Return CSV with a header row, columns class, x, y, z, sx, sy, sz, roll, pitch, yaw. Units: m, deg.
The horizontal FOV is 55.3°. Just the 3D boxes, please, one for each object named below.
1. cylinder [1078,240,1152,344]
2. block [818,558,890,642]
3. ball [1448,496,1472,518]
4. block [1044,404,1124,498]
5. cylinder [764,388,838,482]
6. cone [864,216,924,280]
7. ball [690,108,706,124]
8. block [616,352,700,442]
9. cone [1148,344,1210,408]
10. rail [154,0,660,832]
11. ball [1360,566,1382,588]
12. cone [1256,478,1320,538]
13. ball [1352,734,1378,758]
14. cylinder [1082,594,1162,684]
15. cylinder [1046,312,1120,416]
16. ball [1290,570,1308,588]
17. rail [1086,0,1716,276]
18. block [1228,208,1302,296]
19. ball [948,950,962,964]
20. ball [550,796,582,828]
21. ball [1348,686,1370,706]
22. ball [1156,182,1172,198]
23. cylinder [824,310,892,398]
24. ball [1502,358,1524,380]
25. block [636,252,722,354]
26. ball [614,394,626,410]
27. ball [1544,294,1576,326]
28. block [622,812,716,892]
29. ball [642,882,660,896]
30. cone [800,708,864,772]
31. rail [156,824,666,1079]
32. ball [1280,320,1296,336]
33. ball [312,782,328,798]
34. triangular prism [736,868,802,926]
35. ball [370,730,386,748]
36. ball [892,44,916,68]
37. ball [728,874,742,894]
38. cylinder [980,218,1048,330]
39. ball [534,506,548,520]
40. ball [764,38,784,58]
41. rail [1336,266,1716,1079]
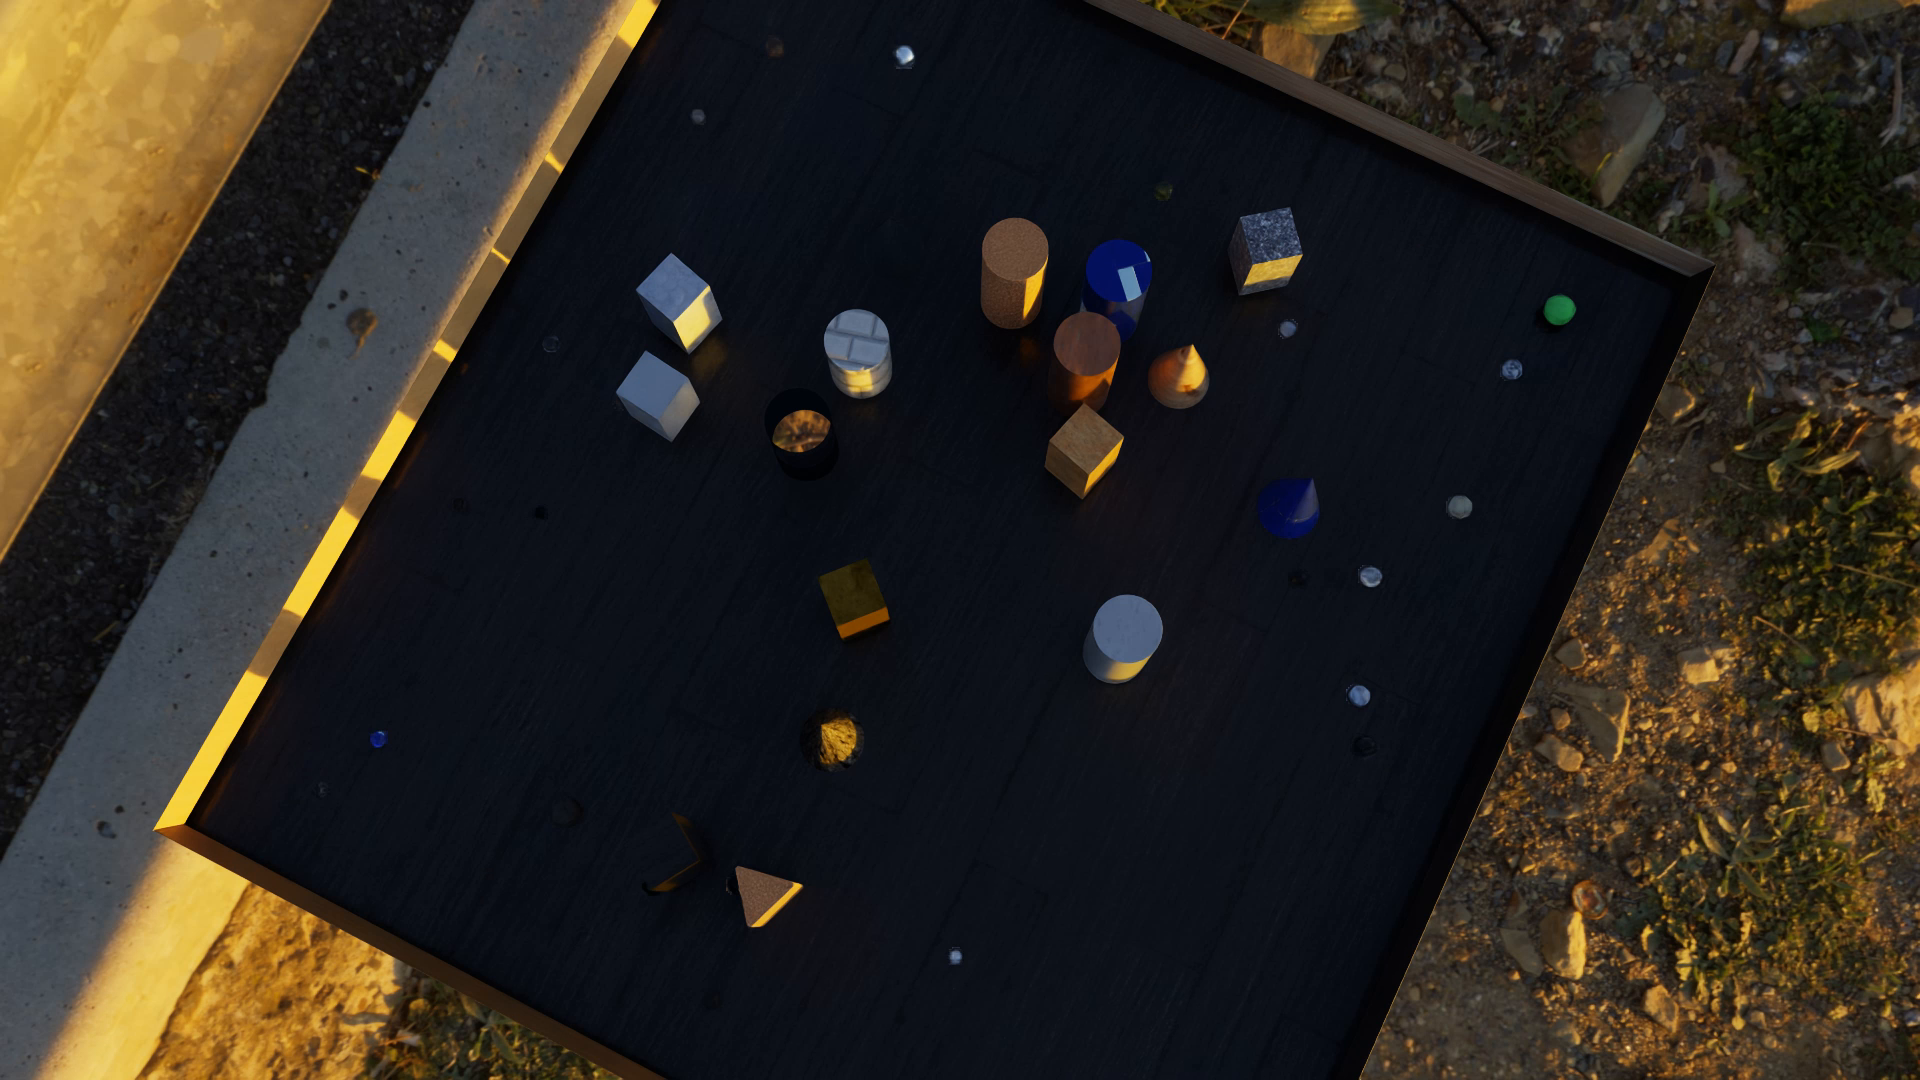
class,x,y,z,sx,sy,sz,roll,pitch,yaw
cylinder,0.465,-0.744,5.557,0.194,0.418,0.194,0,78,0
block,-0.311,0.181,5.421,0.155,0.310,0.155,-22,79,-4
ball,1.530,-0.101,5.601,0.072,0.072,0.072,0,78,0
block,0.370,-0.264,5.508,0.155,0.319,0.155,41,81,8
cylinder,-0.472,-0.312,5.498,0.194,0.358,0.194,0,78,0
cone,-0.209,-0.946,5.663,0.194,0.293,0.194,0,78,0
ball,-0.840,-1.358,5.874,0.047,0.047,0.047,0,78,0
block,-0.916,-0.434,5.573,0.155,0.262,0.155,33,80,6
cone,0.682,-0.539,5.547,0.194,0.355,0.194,0,78,0
rail,-1.506,-0.731,5.702,0.045,0.126,3.641,26,80,5
ball,1.246,0.112,5.560,0.065,0.065,0.065,0,78,0
cone,1.010,-0.138,5.442,0.194,0.397,0.194,0,78,0
ball,1.204,0.615,5.452,0.072,0.072,0.072,0,78,0
cylinder,0.468,0.293,5.325,0.194,0.453,0.194,0,78,0
cylinder,0.367,-0.519,5.495,0.194,0.449,0.194,0,78,0
ball,1.030,0.119,5.565,0.052,0.052,0.052,0,78,0
rail,0.804,-1.567,5.875,3.414,0.126,0.045,26,80,5
block,0.939,-0.889,5.658,0.155,0.279,0.155,-12,79,-2
ball,-0.012,1.216,5.344,0.040,0.040,0.040,0,78,0
ball,-1.163,0.802,5.402,0.095,0.095,0.095,0,78,0
ball,1.196,0.467,5.487,0.064,0.064,0.064,0,78,0
ball,0.647,-1.111,5.818,0.055,0.055,0.055,0,78,0
cylinder,-0.307,-0.564,5.585,0.194,0.291,0.194,0,78,0
ball,1.716,-0.530,5.693,0.066,0.066,0.066,0,78,0
block,-0.856,-0.719,5.604,0.155,0.316,0.155,41,81,8
ball,-1.042,-0.430,5.678,0.055,0.055,0.055,0,78,0
ball,1.870,-0.718,5.715,0.097,0.097,0.097,0,78,0
block,-0.827,0.896,5.241,0.155,0.373,0.155,-31,80,-6
ball,-0.899,1.012,5.371,0.060,0.060,0.060,0,78,0
cone,-0.383,0.555,5.280,0.194,0.434,0.194,0,78,0
rail,-0.804,1.581,5.224,3.414,0.126,0.045,26,80,5
ball,1.025,-0.660,5.728,0.050,0.050,0.050,0,78,0
ball,-1.897,0.742,5.440,0.045,0.045,0.045,0,78,0
triangular prism,-0.572,0.993,5.243,0.168,0.328,0.145,-43,81,-8
ball,-1.736,0.594,5.469,0.049,0.049,0.049,0,78,0
ball,-0.180,-1.557,5.901,0.075,0.075,0.075,0,78,0
ball,-0.651,1.009,5.378,0.059,0.059,0.059,0,78,0
cylinder,0.161,-0.802,5.554,0.194,0.447,0.194,0,78,0
ball,-1.285,-0.084,5.613,0.041,0.041,0.041,0,78,0
ball,-0.598,-1.588,5.912,0.064,0.064,0.064,0,78,0
rail,1.506,0.744,5.397,0.045,0.126,3.641,26,80,5
